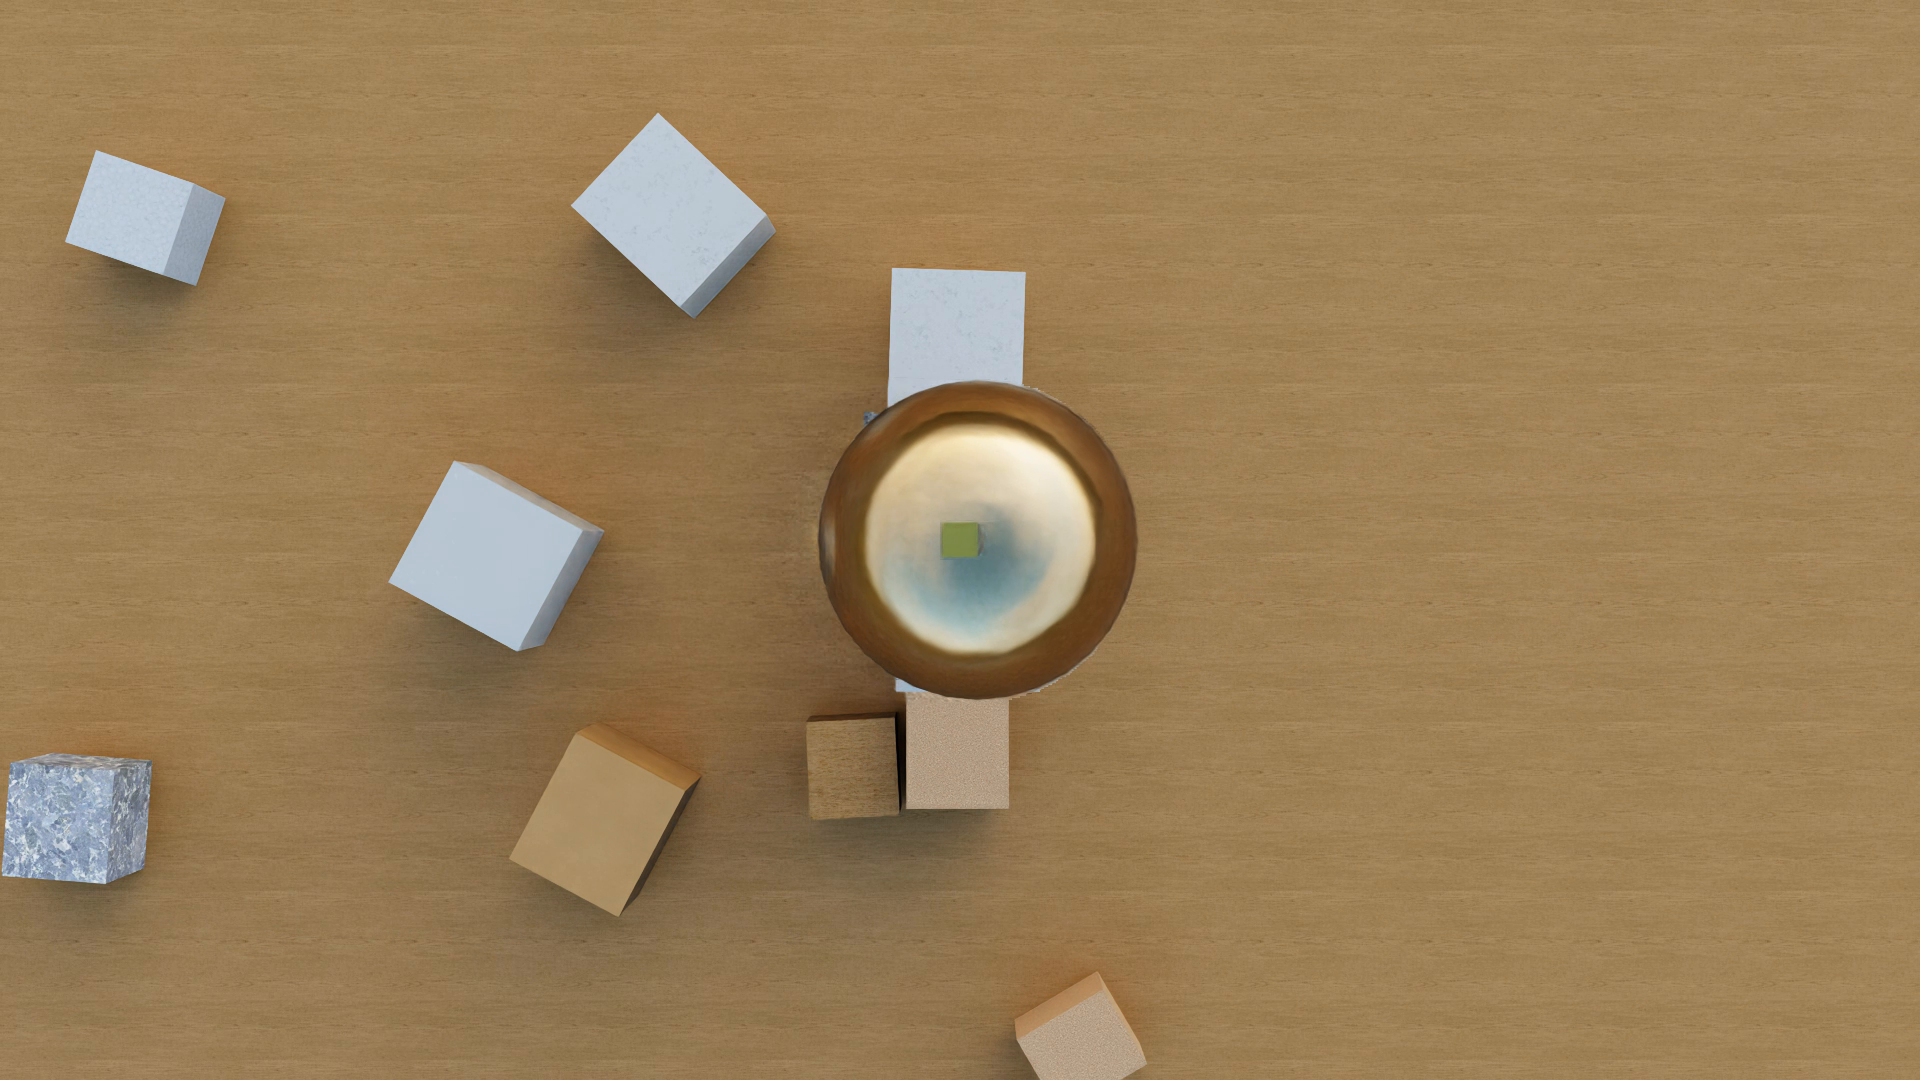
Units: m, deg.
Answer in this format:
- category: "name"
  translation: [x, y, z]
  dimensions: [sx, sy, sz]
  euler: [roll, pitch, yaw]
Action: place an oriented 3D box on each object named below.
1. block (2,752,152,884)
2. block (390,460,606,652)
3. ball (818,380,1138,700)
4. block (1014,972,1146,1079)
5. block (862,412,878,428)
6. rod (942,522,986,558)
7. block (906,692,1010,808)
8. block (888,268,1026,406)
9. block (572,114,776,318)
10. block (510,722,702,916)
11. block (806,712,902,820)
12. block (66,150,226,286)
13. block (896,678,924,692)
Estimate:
- category: "block"
  translation: [-5.091, 1.599, 12.706]
  dimensions: [0.589, 0.589, 0.639]
  euler: [4, 90, 0]
- category: "block"
  translation: [-2.638, 0.090, 12.615]
  dimensions: [0.813, 0.770, 0.766]
  euler: [28, 90, 0]
- category: "ball"
  translation: [0.089, 0.000, 10.982]
  dimensions: [1.600, 1.600, 1.600]
  euler: [0, 90, 0]
- category: "block"
  translation: [0.692, 2.904, 12.736]
  dimensions: [0.568, 0.528, 0.493]
  euler: [-30, 90, 0]
- category: "block"
  translation: [-0.212, -0.320, 12.662]
  dimensions: [0.693, 0.677, 0.760]
  euler: [3, 90, 0]
- category: "rod"
  translation: [0.039, 0.000, 7.582]
  dimensions: [0.080, 5.200, 0.080]
  euler: [0, 90, 1]
- category: "block"
  translation: [-0.013, 1.181, 12.671]
  dimensions: [0.576, 0.659, 0.657]
  euler: [0, 90, 0]
- category: "block"
  translation: [-0.018, -1.106, 12.566]
  dimensions: [0.736, 0.869, 0.766]
  euler: [2, 90, 0]
- category: "block"
  translation: [-1.633, -1.850, 12.666]
  dimensions: [0.834, 0.668, 0.713]
  euler: [43, 90, 0]
- category: "block"
  translation: [-2.017, 1.583, 12.610]
  dimensions: [0.690, 0.779, 0.793]
  euler: [28, 90, 0]
- category: "block"
  translation: [-0.613, 1.304, 12.770]
  dimensions: [0.509, 0.460, 0.557]
  euler: [-3, 90, 0]
- category: "block"
  translation: [-4.704, -1.855, 12.727]
  dimensions: [0.583, 0.545, 0.548]
  euler: [19, 90, 0]
- category: "block"
  translation: [-0.004, 0.463, 12.669]
  dimensions: [0.715, 0.663, 0.775]
  euler: [0, 90, 0]
